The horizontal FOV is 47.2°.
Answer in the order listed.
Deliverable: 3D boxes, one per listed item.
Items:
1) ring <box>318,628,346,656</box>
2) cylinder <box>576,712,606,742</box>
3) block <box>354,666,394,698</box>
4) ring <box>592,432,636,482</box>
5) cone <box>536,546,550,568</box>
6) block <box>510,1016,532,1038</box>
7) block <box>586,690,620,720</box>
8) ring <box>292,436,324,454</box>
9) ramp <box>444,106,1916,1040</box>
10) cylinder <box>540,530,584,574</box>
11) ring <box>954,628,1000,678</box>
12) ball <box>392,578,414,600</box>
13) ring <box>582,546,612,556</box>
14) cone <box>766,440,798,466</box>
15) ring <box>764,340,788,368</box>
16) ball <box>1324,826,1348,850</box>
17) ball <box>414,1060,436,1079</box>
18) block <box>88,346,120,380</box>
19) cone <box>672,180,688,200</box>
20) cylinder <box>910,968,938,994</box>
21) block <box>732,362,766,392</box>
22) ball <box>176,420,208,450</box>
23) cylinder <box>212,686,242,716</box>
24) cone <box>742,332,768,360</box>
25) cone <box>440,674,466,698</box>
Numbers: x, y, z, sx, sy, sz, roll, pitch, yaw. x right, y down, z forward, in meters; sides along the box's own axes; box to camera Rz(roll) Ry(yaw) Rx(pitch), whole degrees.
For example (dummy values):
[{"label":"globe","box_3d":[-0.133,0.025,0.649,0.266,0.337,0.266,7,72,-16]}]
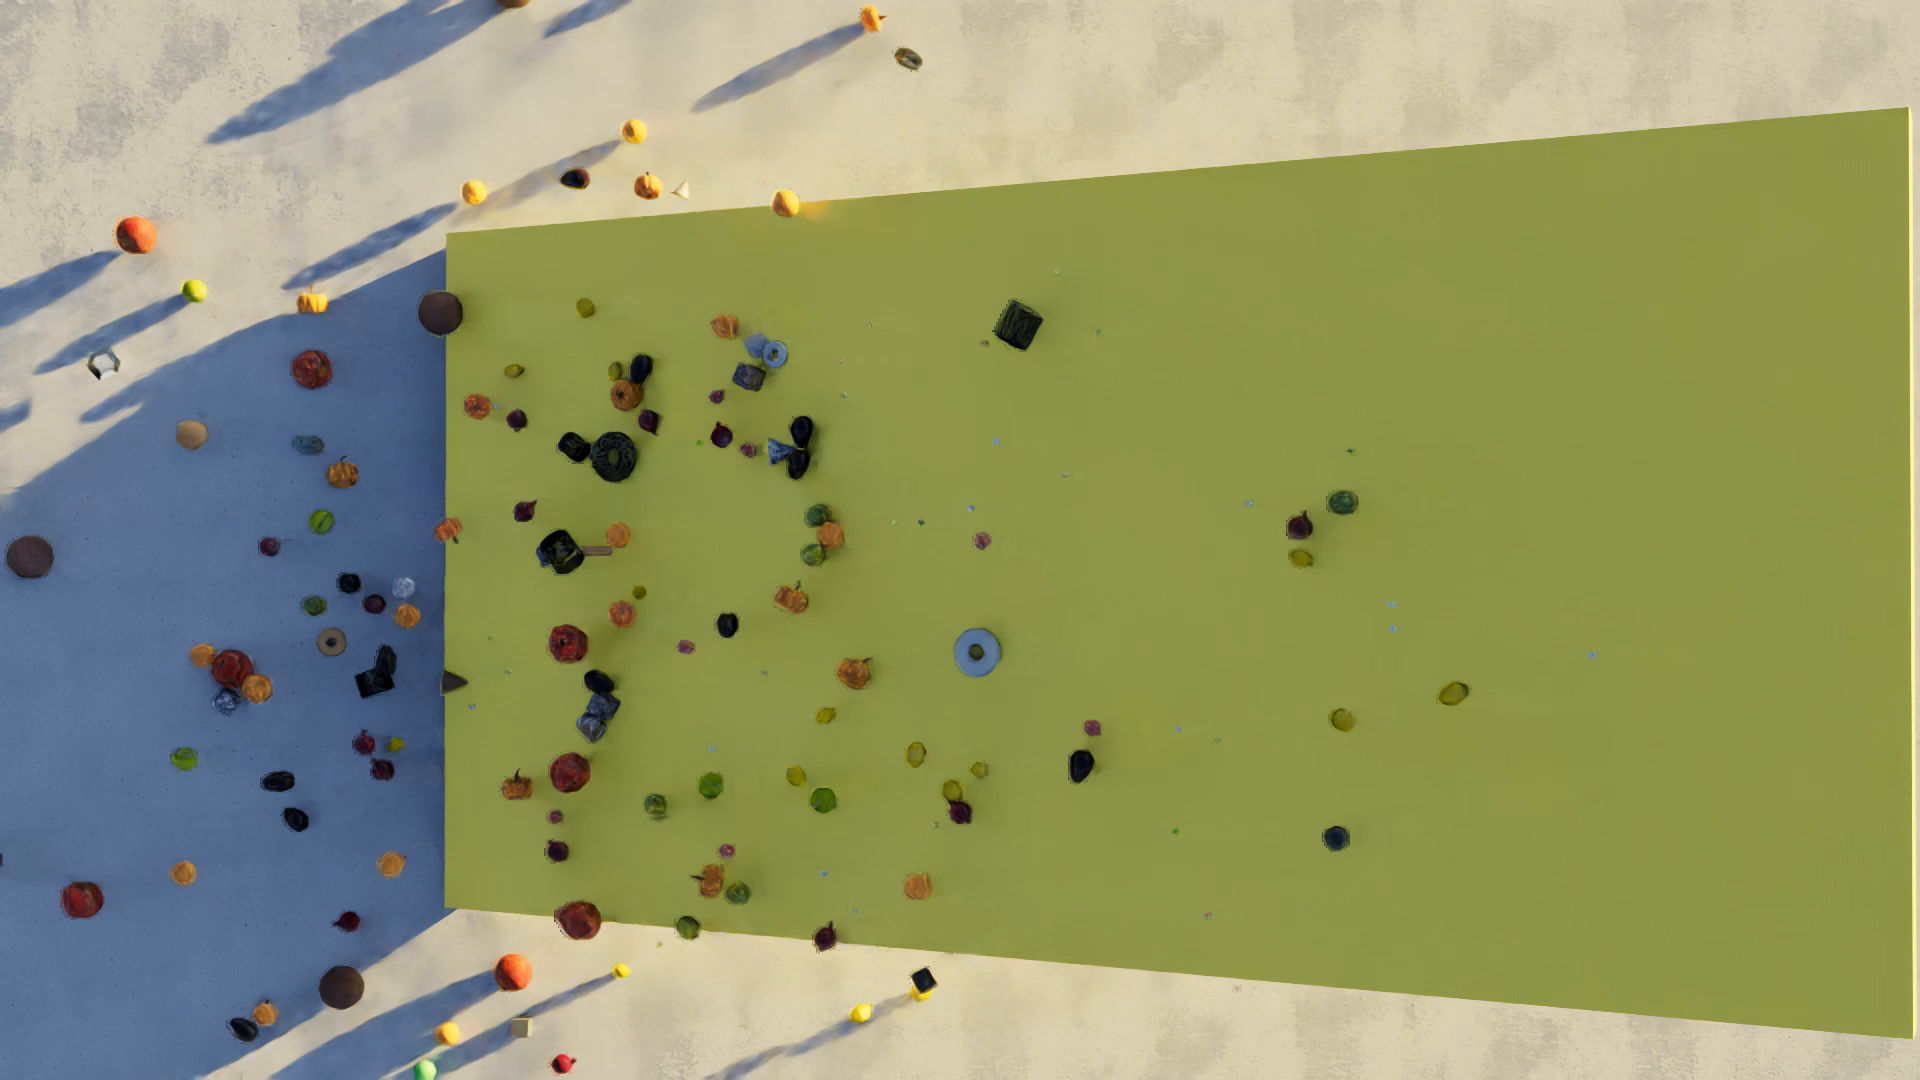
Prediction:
[{"label":"ring","box_3d":[-1.884,0.306,6.598,0.089,0.030,0.089,0,88,-1]},{"label":"cylinder","box_3d":[-1.046,0.529,6.242,0.062,0.062,0.062,40,89,22]},{"label":"block","box_3d":[-1.748,0.422,6.561,0.071,0.071,0.071,-20,89,43]},{"label":"ring","box_3d":[-0.980,-0.236,6.225,0.145,0.048,0.145,0,91,26]},{"label":"cone","box_3d":[-1.195,0.059,6.340,0.071,0.071,0.071,16,47,-17]},{"label":"block","box_3d":[-1.310,1.455,6.575,0.051,0.051,0.051,4,89,0]},{"label":"block","box_3d":[-1.009,0.468,6.226,0.058,0.058,0.058,37,105,23]},{"label":"ring","box_3d":[-1.949,-0.284,6.573,0.092,0.092,0.031,15,116,0]},{"label":"ramp","box_3d":[0.279,0.079,5.665,4.000,0.100,2.000,0,89,27]},{"label":"cylinder","box_3d":[-1.135,0.034,6.275,0.092,0.092,0.092,-39,72,0]},{"label":"ring","box_3d":[0.044,0.291,5.702,0.130,0.043,0.130,0,91,27]},{"label":"ball","box_3d":[-1.662,0.145,6.565,0.066,0.066,0.066,0,89,0]},{"label":"ring","box_3d":[-1.021,0.030,6.188,0.088,0.088,0.029,0,88,0]},{"label":"cone","box_3d":[-0.478,-0.244,5.977,0.077,0.077,0.077,-13,89,13]},{"label":"ring","box_3d":[-0.503,-0.507,5.998,0.077,0.026,0.077,-1,89,28]},{"label":"ball","box_3d":[0.900,0.712,5.255,0.056,0.056,0.056,0,89,0]},{"label":"ball","box_3d":[-1.599,1.587,6.567,0.064,0.064,0.064,0,89,0]},{"label":"block","box_3d":[-2.548,-0.524,6.544,0.061,0.061,0.061,47,46,6]},{"label":"cone","box_3d":[-0.779,-0.991,6.190,0.051,0.051,0.051,19,90,0]},{"label":"cylinder","box_3d":[-0.094,1.156,5.765,0.052,0.052,0.052,-30,71,0]},{"label":"block","box_3d":[-0.577,-0.446,6.017,0.058,0.058,0.058,28,102,24]},{"label":"ball","box_3d":[-2.297,-0.316,6.574,0.091,0.091,0.091,0,89,0]},{"label":"cylinder","box_3d":[-2.192,0.481,6.573,0.061,0.061,0.061,40,82,0]},{"label":"cone","box_3d":[-0.573,-0.534,6.006,0.075,0.075,0.075,0,89,27]},{"label":"cone","box_3d":[-1.482,0.421,6.481,0.072,0.072,0.072,-16,89,25]}]
